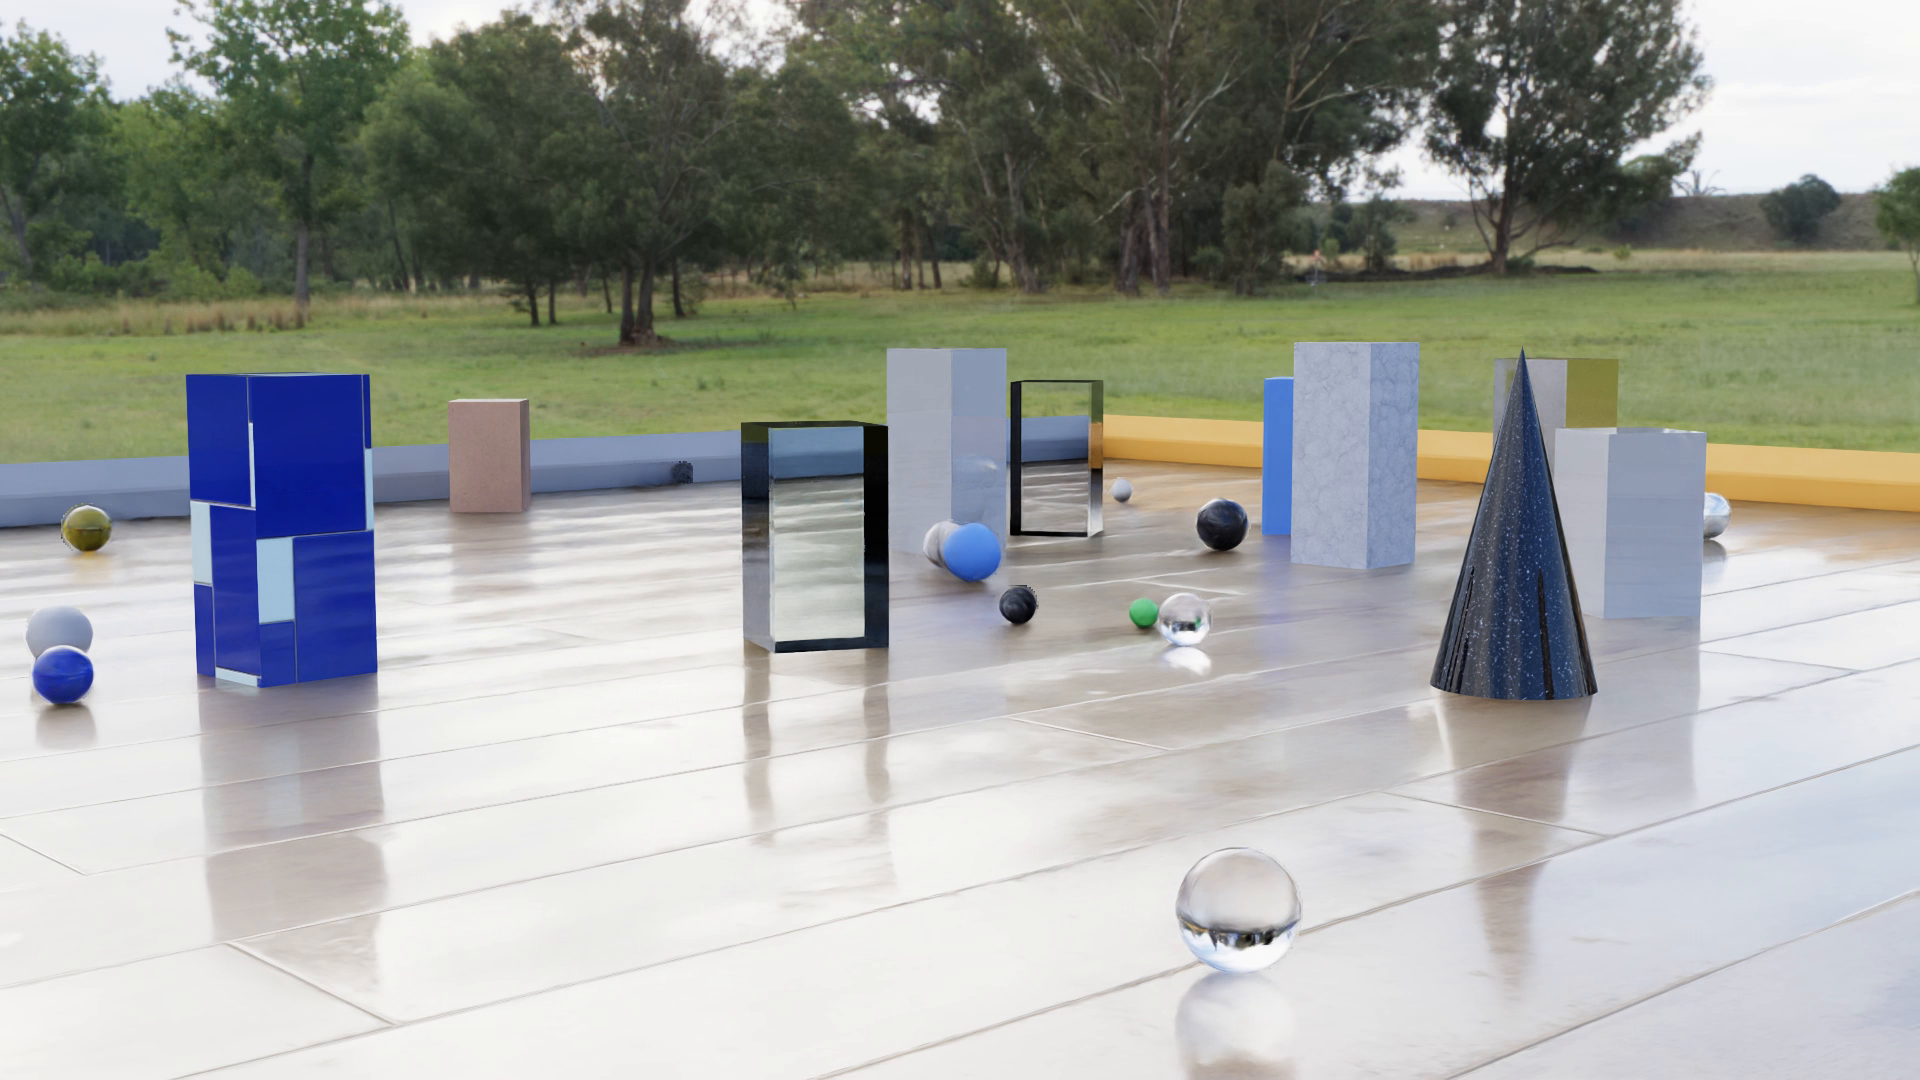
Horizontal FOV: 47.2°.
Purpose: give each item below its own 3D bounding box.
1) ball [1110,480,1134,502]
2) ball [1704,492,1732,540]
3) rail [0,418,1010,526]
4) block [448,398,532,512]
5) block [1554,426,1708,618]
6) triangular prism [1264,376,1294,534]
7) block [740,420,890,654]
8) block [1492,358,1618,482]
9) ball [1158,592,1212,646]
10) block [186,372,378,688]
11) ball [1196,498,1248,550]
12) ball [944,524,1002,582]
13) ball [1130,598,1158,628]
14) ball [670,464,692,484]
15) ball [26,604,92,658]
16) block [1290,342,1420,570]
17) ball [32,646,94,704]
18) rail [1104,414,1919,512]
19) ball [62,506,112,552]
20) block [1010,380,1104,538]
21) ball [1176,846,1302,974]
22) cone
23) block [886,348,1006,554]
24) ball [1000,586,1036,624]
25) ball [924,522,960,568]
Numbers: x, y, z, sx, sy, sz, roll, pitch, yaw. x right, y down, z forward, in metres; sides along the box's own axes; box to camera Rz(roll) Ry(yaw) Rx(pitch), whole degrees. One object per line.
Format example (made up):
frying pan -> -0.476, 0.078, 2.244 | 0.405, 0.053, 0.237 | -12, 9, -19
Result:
ball -> 0.375, -0.113, 5.095 | 0.053, 0.053, 0.053 | 0, 6, 0
ball -> 1.455, -0.047, 4.284 | 0.090, 0.090, 0.090 | 0, 6, 0
rail -> -1.487, -0.135, 4.935 | 5.197, 0.127, 0.045 | -5, 8, -42
block -> -1.051, -0.191, 4.922 | 0.157, 0.244, 0.157 | 0, 6, -4
block -> 0.989, -0.029, 3.260 | 0.157, 0.267, 0.157 | -1, 6, -13
triangular prism -> 0.671, -0.174, 4.446 | 0.169, 0.308, 0.147 | -1, 6, -12
block -> -0.195, -0.009, 2.942 | 0.157, 0.293, 0.157 | -2, 6, -21
block -> 1.088, -0.154, 4.029 | 0.157, 0.356, 0.157 | -5, 8, -39
ball -> 0.297, 0.106, 2.917 | 0.071, 0.071, 0.071 | 0, 6, 0
block -> -0.829, -0.019, 2.690 | 0.157, 0.366, 0.157 | 6, 8, 43
ball -> 0.486, -0.029, 4.077 | 0.098, 0.098, 0.098 | 0, 6, 0
ball -> 0.021, 0.021, 3.611 | 0.096, 0.096, 0.096 | 0, 6, 0
ball -> 0.258, 0.102, 3.090 | 0.042, 0.042, 0.042 | 0, 6, 0
ball -> -0.710, -0.168, 5.609 | 0.054, 0.054, 0.054 | 0, 6, 0
ball -> -1.127, 0.119, 2.753 | 0.078, 0.078, 0.078 | 0, 6, 0
block -> 0.696, -0.153, 3.873 | 0.157, 0.388, 0.157 | 6, 8, 43
ball -> -1.016, 0.153, 2.492 | 0.066, 0.066, 0.066 | 0, 6, 0
rail -> 1.892, -0.149, 5.069 | 0.045, 0.127, 4.433 | -5, 8, -42
ball -> -1.608, -0.020, 4.054 | 0.085, 0.085, 0.085 | 0, 6, 0
block -> 0.194, -0.166, 4.395 | 0.157, 0.303, 0.157 | 2, 6, 14
ball -> 0.187, 0.249, 1.481 | 0.084, 0.084, 0.084 | 0, 6, 0
cone -> 0.658, -0.028, 2.593 | 0.196, 0.403, 0.196 | 0, 6, 0
block -> -0.025, -0.168, 4.077 | 0.157, 0.374, 0.157 | 5, 8, 40
ball -> 0.082, 0.093, 3.128 | 0.053, 0.053, 0.053 | 0, 6, 0
ball -> -0.023, 0.008, 3.802 | 0.080, 0.080, 0.080 | 0, 6, 0
